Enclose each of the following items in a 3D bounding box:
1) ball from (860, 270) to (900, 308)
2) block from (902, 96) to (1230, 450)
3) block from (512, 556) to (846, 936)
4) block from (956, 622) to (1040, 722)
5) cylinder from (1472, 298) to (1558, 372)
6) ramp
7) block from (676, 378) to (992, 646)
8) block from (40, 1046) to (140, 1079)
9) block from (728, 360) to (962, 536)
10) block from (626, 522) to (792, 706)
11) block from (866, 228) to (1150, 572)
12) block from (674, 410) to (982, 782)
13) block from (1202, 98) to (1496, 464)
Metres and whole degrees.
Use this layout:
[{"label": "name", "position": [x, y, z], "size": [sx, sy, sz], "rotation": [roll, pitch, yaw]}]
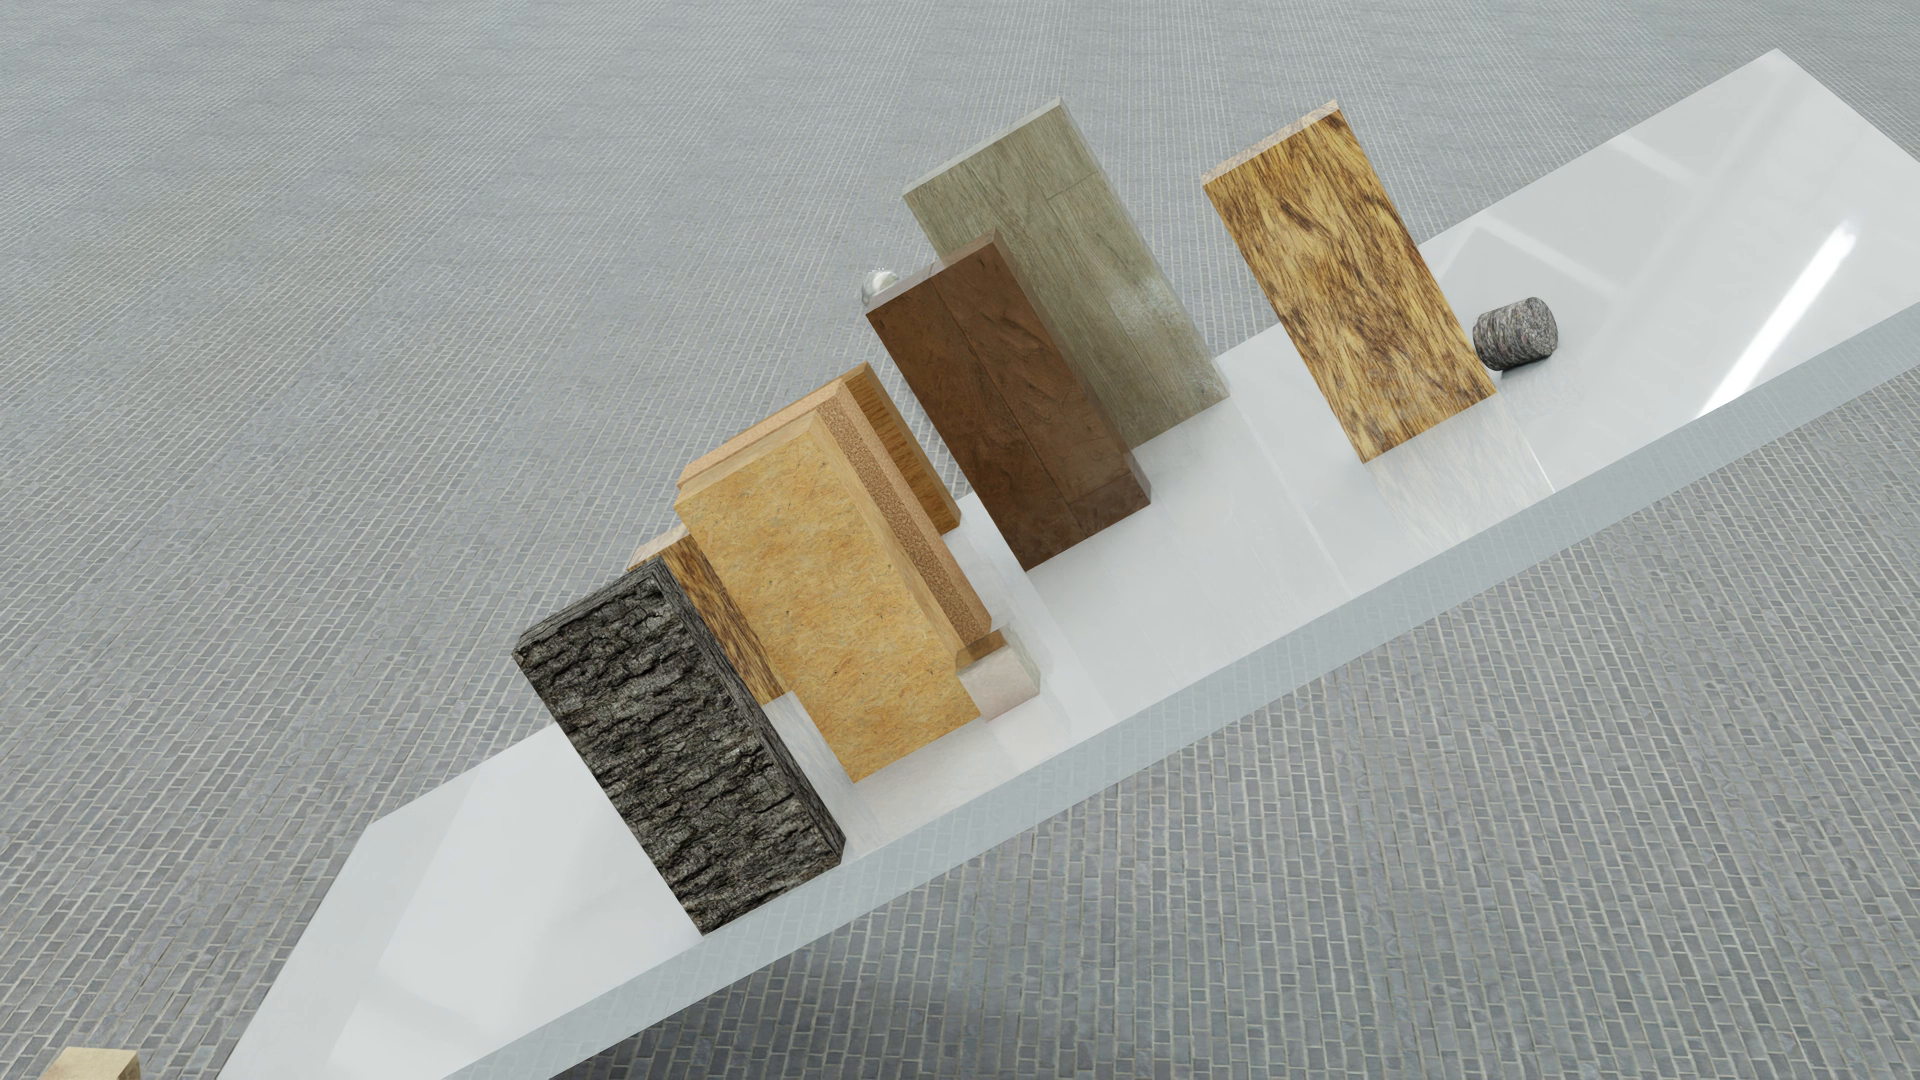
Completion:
[{"label": "ball", "position": [-0.343, -1.089, 12.948], "size": [0.194, 0.194, 0.194], "rotation": [0, 19, 0]}, {"label": "block", "position": [0.248, -0.572, 6.742], "size": [0.411, 0.778, 0.114], "rotation": [-29, 15, 12]}, {"label": "block", "position": [-0.514, 0.383, 5.428], "size": [0.304, 0.649, 0.116], "rotation": [-29, 15, 12]}, {"label": "block", "position": [0.074, 0.256, 5.699], "size": [0.119, 0.119, 0.119], "rotation": [-29, 15, 11]}, {"label": "cylinder", "position": [1.092, -0.404, 5.783], "size": [0.118, 0.118, 0.118], "rotation": [-18, 2, 43]}, {"label": "ramp", "position": [0.142, 0.168, 6.286], "size": [4.000, 0.100, 2.000], "rotation": [-29, 15, 12]}, {"label": "block", "position": [-0.258, 0.027, 6.146], "size": [0.386, 0.612, 0.129], "rotation": [-29, 15, 12]}, {"label": "block", "position": [-1.866, 1.203, 6.322], "size": [0.159, 0.159, 0.159], "rotation": [2, 19, 6]}, {"label": "block", "position": [-0.281, -0.138, 7.076], "size": [0.395, 0.441, 0.102], "rotation": [-29, 15, 12]}, {"label": "block", "position": [-0.473, 0.133, 6.610], "size": [0.358, 0.426, 0.143], "rotation": [-29, 15, 12]}, {"label": "block", "position": [0.109, -0.301, 6.356], "size": [0.316, 0.668, 0.140], "rotation": [-29, 15, 12]}, {"label": "block", "position": [-0.244, 0.113, 5.738], "size": [0.305, 0.661, 0.143], "rotation": [-29, 15, 12]}, {"label": "block", "position": [0.759, -0.500, 5.732], "size": [0.296, 0.643, 0.110], "rotation": [-29, 15, 12]}]
